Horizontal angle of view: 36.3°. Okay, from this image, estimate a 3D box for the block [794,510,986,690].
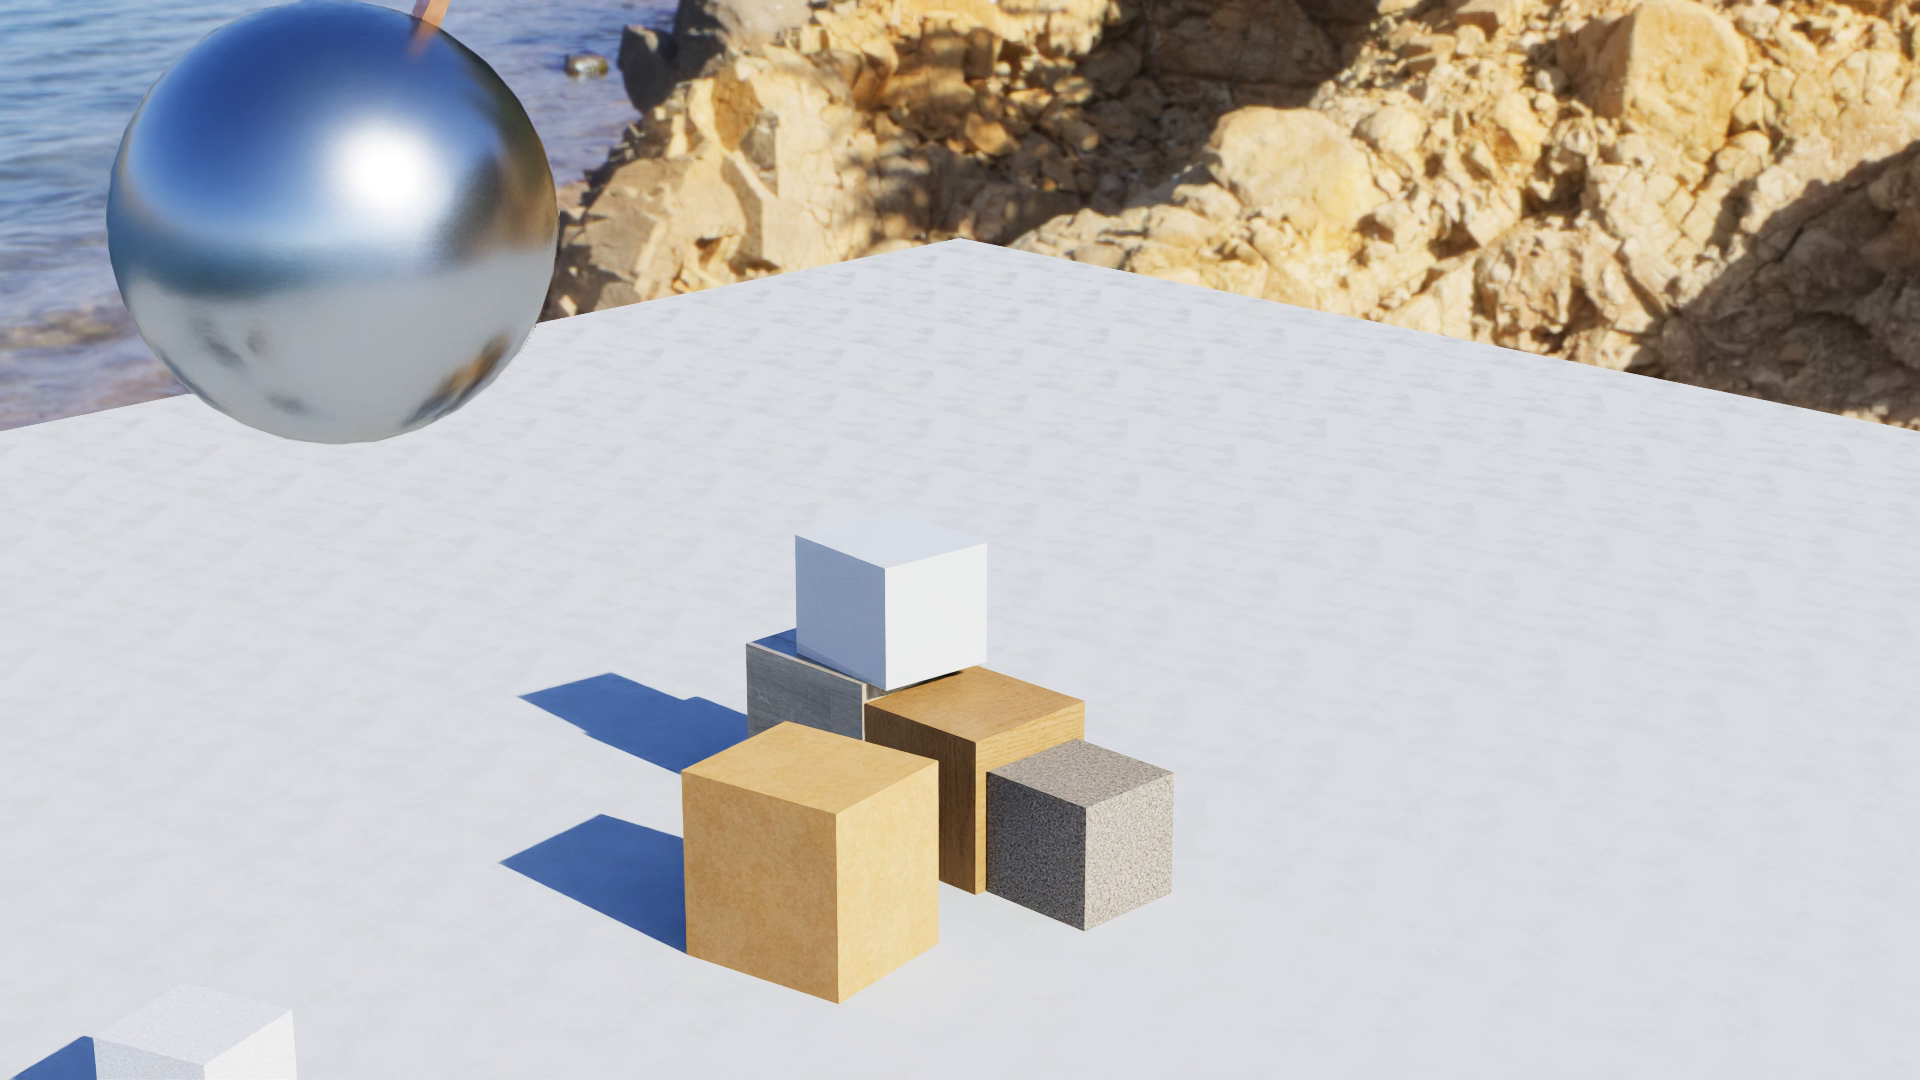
[{"bbox_3d":[-0.324,0.273,13.731,0.603,0.586,0.677,-14,22,-38],"label":"block"}]

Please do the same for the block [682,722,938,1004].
[{"bbox_3d":[-0.636,1.365,12.577,0.824,0.854,0.716,12,21,33],"label":"block"}]

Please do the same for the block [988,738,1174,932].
[{"bbox_3d":[0.540,1.316,13.182,0.580,0.586,0.597,-17,24,-42],"label":"block"}]

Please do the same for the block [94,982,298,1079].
[{"bbox_3d":[-2.839,2.045,10.940,0.516,0.538,0.497,8,19,25],"label":"block"}]

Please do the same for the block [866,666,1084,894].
[{"bbox_3d":[0.070,1.100,13.612,0.706,0.740,0.725,16,24,42],"label":"block"}]

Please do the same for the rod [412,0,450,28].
[{"bbox_3d":[-0.979,-4.275,10.972,0.080,5.200,0.080,17,-8,42],"label":"rod"}]

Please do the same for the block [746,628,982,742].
[{"bbox_3d":[-0.460,0.892,14.122,0.811,0.830,0.783,17,24,42],"label":"block"}]

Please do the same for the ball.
[{"bbox_3d":[-2.259,-1.145,10.614,1.600,1.600,1.600,0,17,0],"label":"ball"}]
